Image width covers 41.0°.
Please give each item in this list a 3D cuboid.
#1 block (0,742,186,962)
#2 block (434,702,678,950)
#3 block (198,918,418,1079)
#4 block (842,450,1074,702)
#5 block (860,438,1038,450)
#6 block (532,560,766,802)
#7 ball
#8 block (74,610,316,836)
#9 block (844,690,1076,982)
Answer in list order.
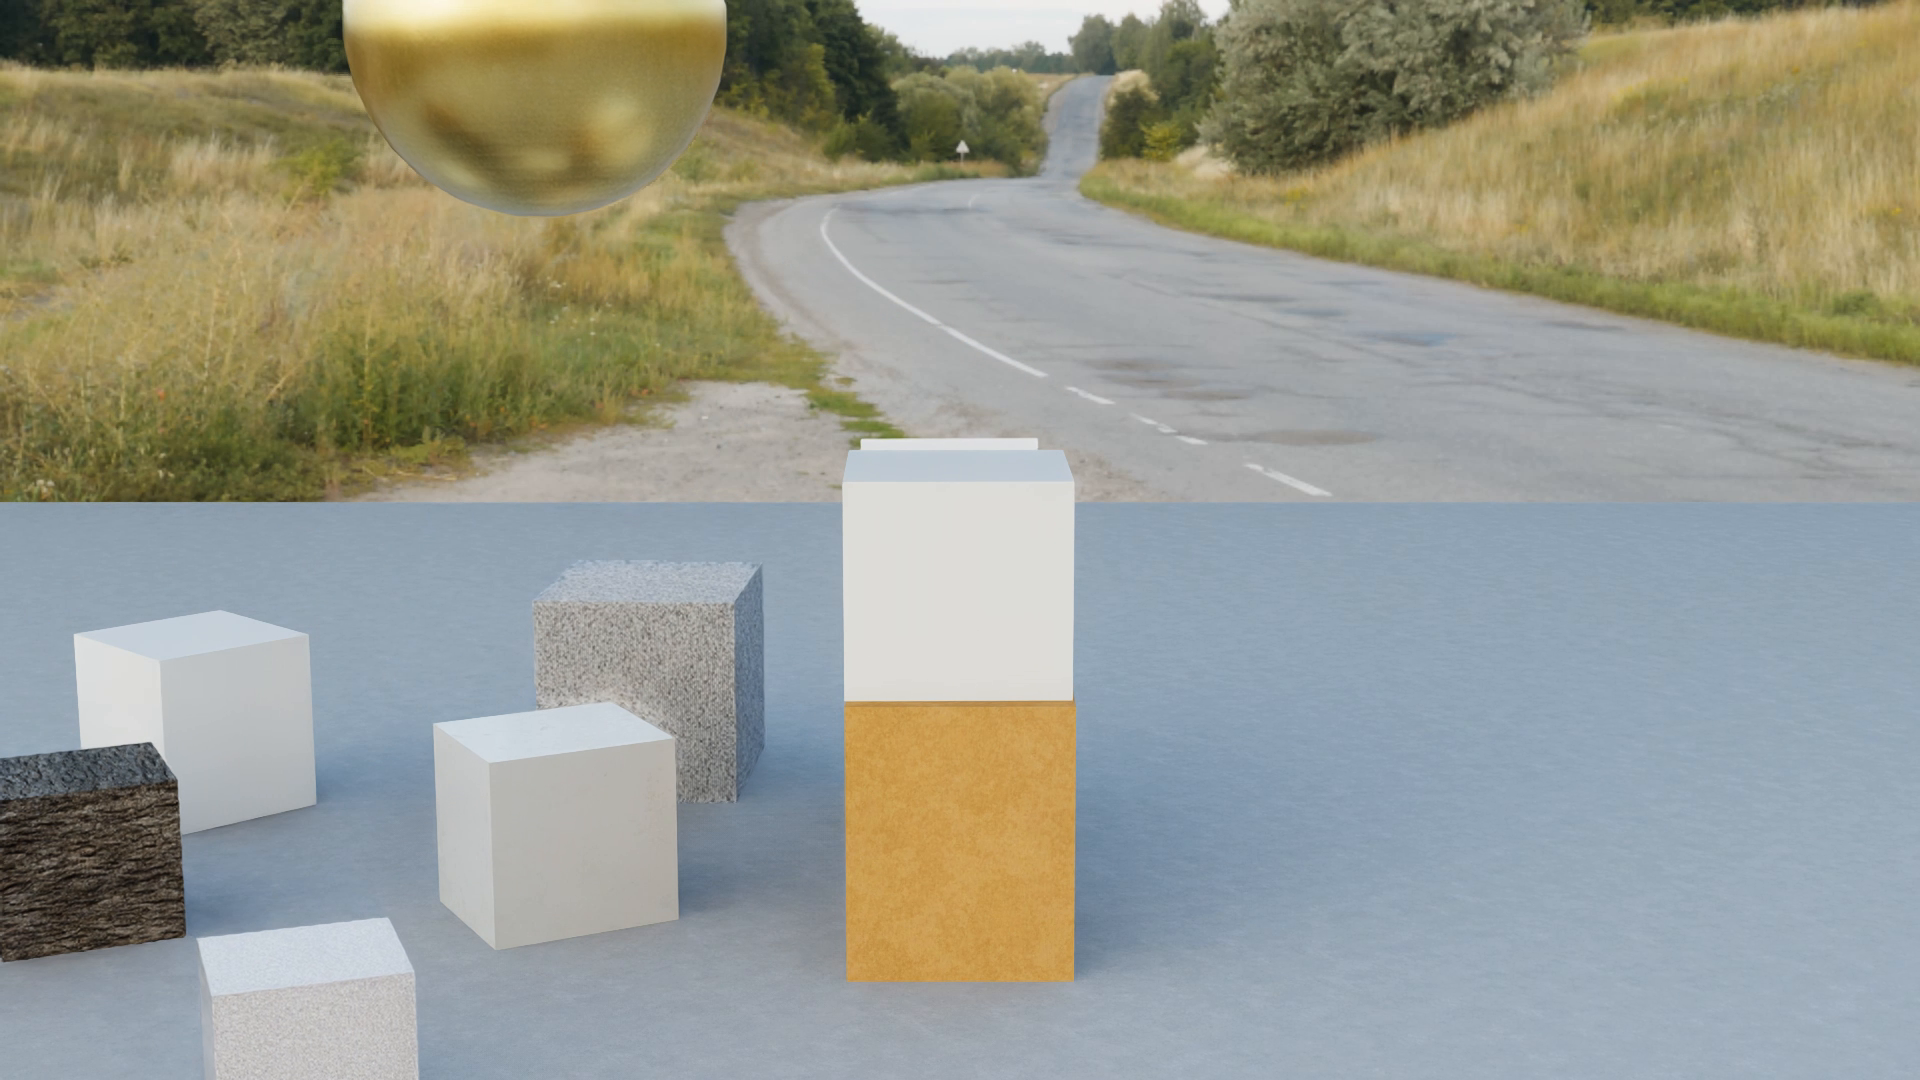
[{"bbox_3d":[-3.657,1.280,10.661,0.713,0.667,0.679,-5,11,-26],"label":"block"},{"bbox_3d":[-1.710,1.187,10.841,0.803,0.785,0.726,-6,12,-29],"label":"block"},{"bbox_3d":[-2.153,1.683,8.478,0.630,0.654,0.585,-4,11,-20],"label":"block"},{"bbox_3d":[-0.011,0.126,10.285,0.886,0.860,0.840,0,10,-1],"label":"block"},{"bbox_3d":[-0.047,0.123,11.397,0.779,0.859,0.771,0,-32,-2],"label":"block"},{"bbox_3d":[-1.546,0.694,12.970,0.977,0.995,1.060,1,10,3],"label":"block"},{"bbox_3d":[-1.778,-2.162,10.787,1.600,1.600,1.600,0,10,0],"label":"ball"},{"bbox_3d":[-3.700,0.869,12.422,0.822,0.845,0.783,10,14,43],"label":"block"},{"bbox_3d":[0.000,1.092,10.469,0.889,1.106,1.048,0,10,0],"label":"block"}]
